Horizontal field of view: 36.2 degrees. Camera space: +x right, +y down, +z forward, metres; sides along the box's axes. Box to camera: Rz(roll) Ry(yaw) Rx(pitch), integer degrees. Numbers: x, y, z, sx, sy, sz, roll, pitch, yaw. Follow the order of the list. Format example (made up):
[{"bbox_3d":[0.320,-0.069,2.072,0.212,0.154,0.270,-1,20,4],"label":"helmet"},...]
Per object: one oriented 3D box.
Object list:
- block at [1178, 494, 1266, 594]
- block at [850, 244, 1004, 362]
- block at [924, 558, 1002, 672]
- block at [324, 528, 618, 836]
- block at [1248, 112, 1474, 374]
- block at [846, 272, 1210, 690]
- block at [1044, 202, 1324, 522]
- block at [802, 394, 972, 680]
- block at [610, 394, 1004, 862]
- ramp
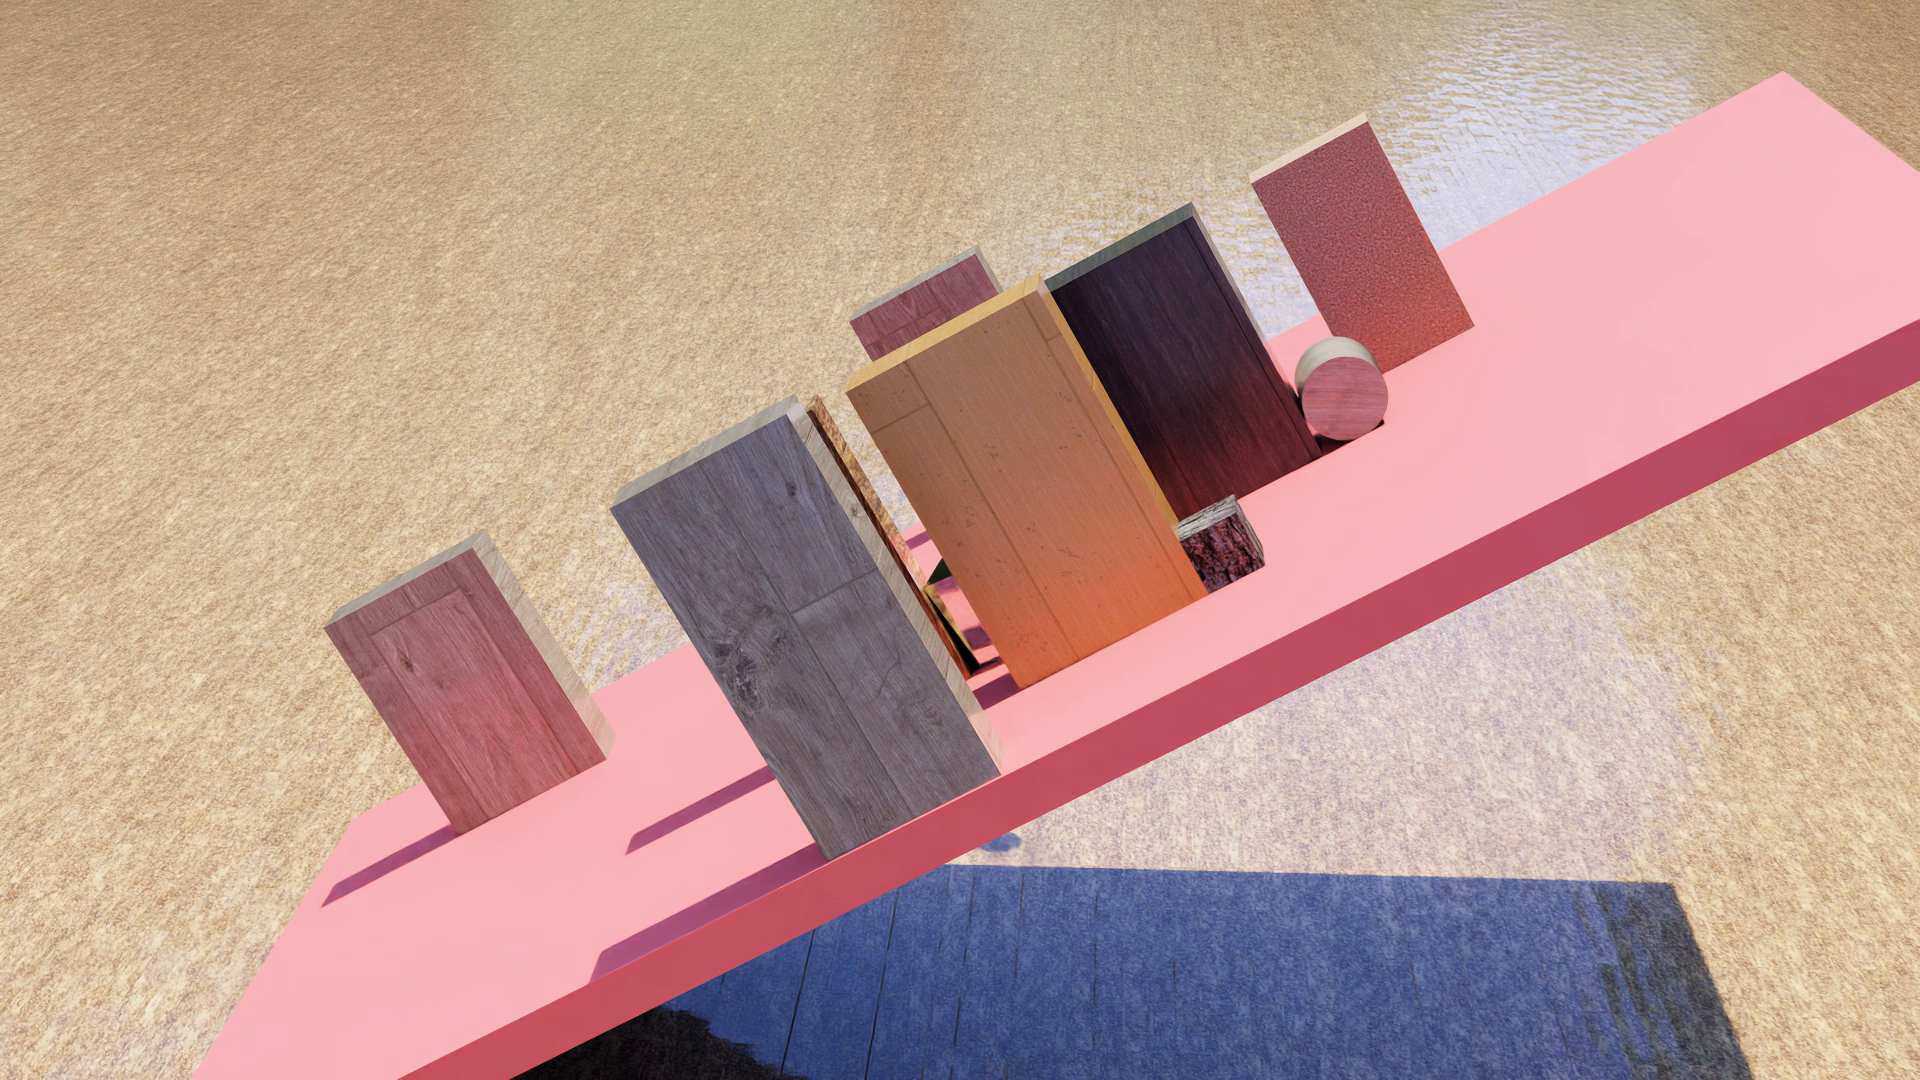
[{"bbox_3d":[0.503,0.008,5.655,0.121,0.121,0.121,-27,14,11],"label":"block"},{"bbox_3d":[0.027,-0.373,7.010,0.342,0.559,0.102,-27,14,11],"label":"block"},{"bbox_3d":[0.086,0.103,5.992,0.205,0.205,0.205,-24,16,24],"label":"block"},{"bbox_3d":[-1.139,0.335,6.869,0.411,0.589,0.141,-27,14,11],"label":"block"},{"bbox_3d":[0.861,-0.622,6.304,0.276,0.504,0.105,-27,14,11],"label":"block"},{"bbox_3d":[0.134,-0.108,5.647,0.413,0.681,0.141,-27,14,11],"label":"block"},{"bbox_3d":[0.425,-0.337,6.072,0.425,0.570,0.145,-27,14,11],"label":"block"},{"bbox_3d":[-0.303,0.083,5.948,0.397,0.641,0.111,-27,14,11],"label":"block"},{"bbox_3d":[-0.269,0.164,5.336,0.366,0.773,0.138,-27,14,11],"label":"block"},{"bbox_3d":[0.142,0.167,6.283,4.000,0.100,2.000,-27,14,11],"label":"ramp"}]
